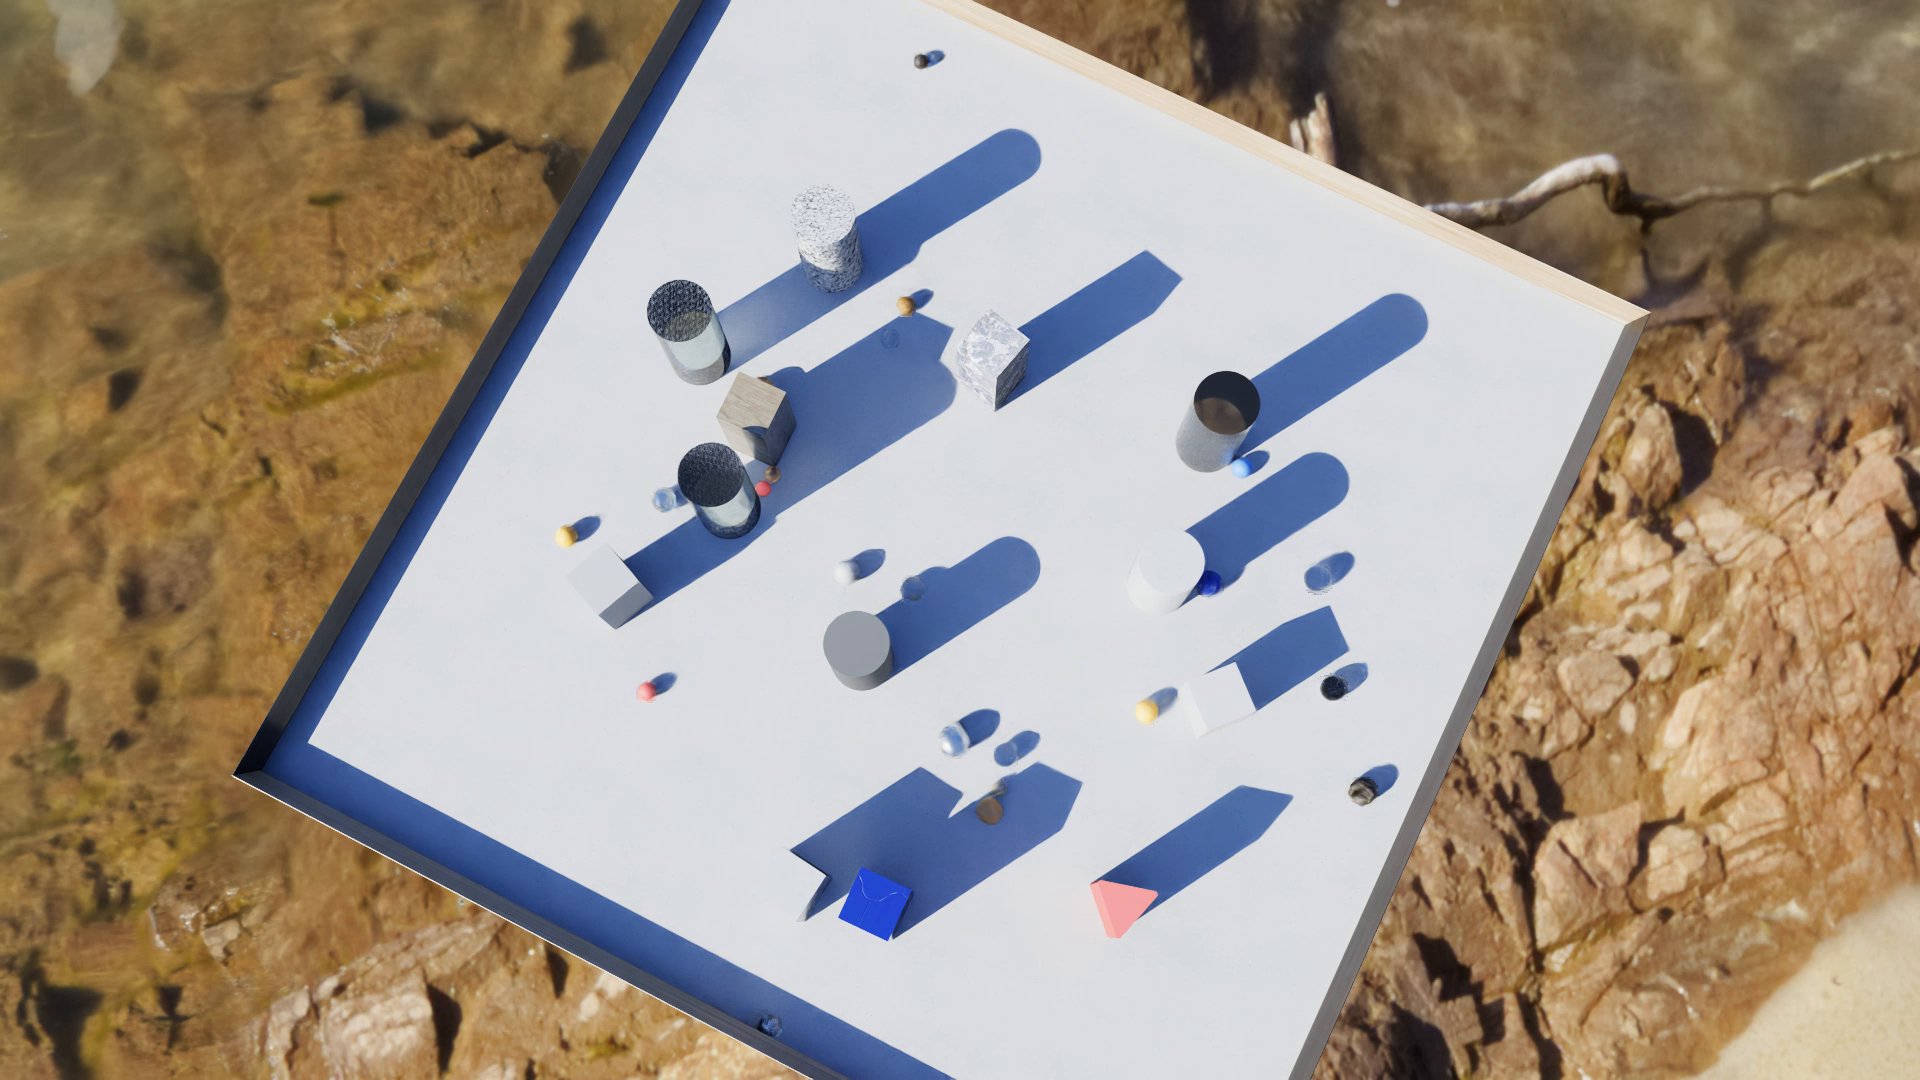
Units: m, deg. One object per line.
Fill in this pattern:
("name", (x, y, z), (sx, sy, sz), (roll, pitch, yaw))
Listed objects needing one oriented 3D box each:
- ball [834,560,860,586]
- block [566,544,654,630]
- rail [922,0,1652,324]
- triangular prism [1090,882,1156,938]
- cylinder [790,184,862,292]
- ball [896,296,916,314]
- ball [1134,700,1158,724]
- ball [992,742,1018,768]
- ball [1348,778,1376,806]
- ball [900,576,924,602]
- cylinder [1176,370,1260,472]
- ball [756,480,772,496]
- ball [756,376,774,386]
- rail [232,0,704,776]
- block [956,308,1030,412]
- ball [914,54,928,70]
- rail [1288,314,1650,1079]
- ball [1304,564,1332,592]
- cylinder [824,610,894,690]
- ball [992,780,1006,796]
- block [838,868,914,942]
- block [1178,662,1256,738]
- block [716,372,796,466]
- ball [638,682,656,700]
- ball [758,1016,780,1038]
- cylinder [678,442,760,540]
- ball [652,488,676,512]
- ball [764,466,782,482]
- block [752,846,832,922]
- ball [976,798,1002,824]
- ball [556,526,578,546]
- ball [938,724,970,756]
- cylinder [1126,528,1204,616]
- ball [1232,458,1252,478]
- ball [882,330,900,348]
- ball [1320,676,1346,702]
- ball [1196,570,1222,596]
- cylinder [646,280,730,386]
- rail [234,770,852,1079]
("ball", (-0.343, 0.098, 5.556), (0.078, 0.078, 0.078), (0, 78, 0))
("block", (-1.038, 0.140, 5.447), (0.152, 0.275, 0.152), (-40, 81, -8))
("rail", (0.698, -1.361, 5.834), (3.169, 0.124, 0.045), (26, 80, 5))
("triangular prism", (0.438, 1.026, 5.235), (0.143, 0.331, 0.165), (41, 81, 8))
("cylinder", (-0.403, -0.915, 5.590), (0.190, 0.421, 0.190), (0, 78, 0))
("ball", (-0.170, -0.736, 5.739), (0.058, 0.058, 0.058), (0, 78, 0))
("ball", (0.557, 0.512, 5.474), (0.071, 0.071, 0.071), (0, 78, 0))
("ball", (0.134, 0.639, 5.447), (0.072, 0.072, 0.072), (0, 78, 0))
("ball", (1.190, 0.746, 5.421), (0.081, 0.081, 0.081), (0, 78, 0))
("ball", (-0.143, 0.148, 5.548), (0.074, 0.074, 0.074), (0, 78, 0))
("cylinder", (0.763, -0.346, 5.456), (0.190, 0.454, 0.190), (0, 78, 0))
("ball", (-0.603, -0.158, 5.624), (0.049, 0.049, 0.049), (0, 78, 0))
("ball", (-0.616, -0.462, 5.668), (0.087, 0.087, 0.087), (0, 78, 0))
("rail", (-1.396, -0.677, 5.692), (0.045, 0.124, 3.170), (26, 80, 5))
("block", (0.097, -0.539, 5.538), (0.152, 0.371, 0.152), (39, 81, 7))
("ball", (-0.125, -1.543, 5.910), (0.051, 0.051, 0.051), (0, 78, 0))
("rail", (1.396, 0.690, 5.410), (0.045, 0.124, 3.170), (26, 80, 5))
("ball", (1.084, 0.116, 5.550), (0.084, 0.084, 0.084), (0, 78, 0))
("cylinder", (-0.295, 0.328, 5.380), (0.190, 0.330, 0.190), (0, 78, 0))
("ball", (0.115, 0.737, 5.441), (0.044, 0.044, 0.044), (0, 78, 0))
("block", (-0.234, 1.037, 5.212), (0.152, 0.371, 0.152), (24, 79, 5))
("block", (0.753, 0.475, 5.394), (0.152, 0.243, 0.152), (-21, 79, -4))
("block", (-0.607, -0.358, 5.506), (0.152, 0.362, 0.152), (24, 79, 5))
("ball", (-0.938, 0.452, 5.494), (0.056, 0.056, 0.056), (0, 78, 0))
("ball", (-0.552, 1.406, 5.293), (0.063, 0.063, 0.063), (0, 78, 0))
("cylinder", (-0.707, -0.140, 5.418), (0.190, 0.445, 0.190), (0, 78, 0))
("ball", (-0.904, -0.121, 5.603), (0.075, 0.075, 0.075), (0, 78, 0))
("ball", (-0.576, -0.202, 5.631), (0.053, 0.053, 0.053), (0, 78, 0))
("block", (-0.480, 0.991, 5.266), (0.152, 0.285, 0.152), (32, 80, 6))
("ball", (0.085, 0.798, 5.413), (0.076, 0.076, 0.076), (0, 78, 0))
("ball", (-1.200, -0.012, 5.586), (0.065, 0.065, 0.065), (0, 78, 0))
("ball", (-0.020, 0.597, 5.444), (0.095, 0.095, 0.095), (0, 78, 0))
("cylinder", (0.603, 0.098, 5.406), (0.190, 0.372, 0.190), (0, 78, 0))
("ball", (0.865, -0.221, 5.630), (0.064, 0.064, 0.064), (0, 78, 0))
("ball", (-0.214, -0.628, 5.718), (0.055, 0.055, 0.055), (0, 78, 0))
("ball", (1.118, 0.445, 5.485), (0.078, 0.078, 0.078), (0, 78, 0))
("ball", (0.756, 0.131, 5.550), (0.078, 0.078, 0.078), (0, 78, 0))
("cylinder", (-0.812, -0.619, 5.520), (0.190, 0.440, 0.190), (0, 78, 0))
("rail", (-0.698, 1.374, 5.268), (3.169, 0.124, 0.045), (26, 80, 5))
